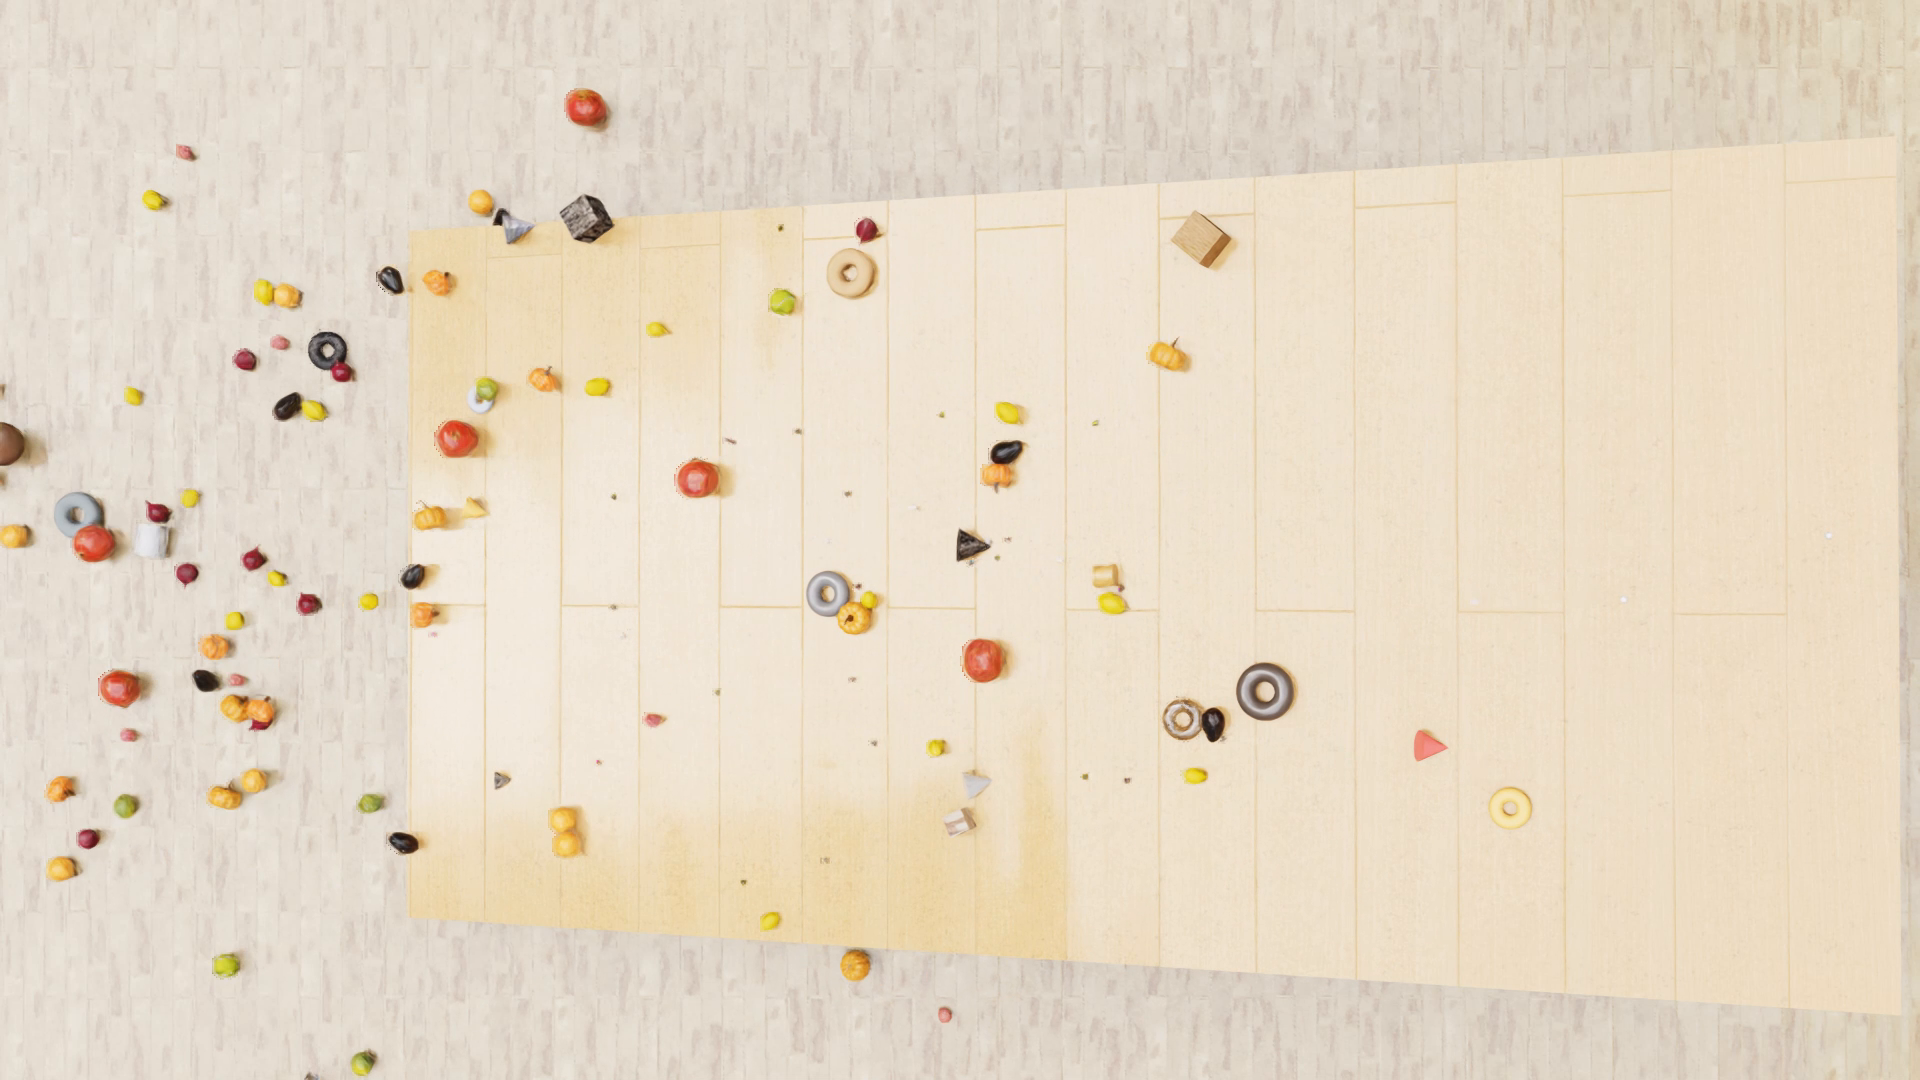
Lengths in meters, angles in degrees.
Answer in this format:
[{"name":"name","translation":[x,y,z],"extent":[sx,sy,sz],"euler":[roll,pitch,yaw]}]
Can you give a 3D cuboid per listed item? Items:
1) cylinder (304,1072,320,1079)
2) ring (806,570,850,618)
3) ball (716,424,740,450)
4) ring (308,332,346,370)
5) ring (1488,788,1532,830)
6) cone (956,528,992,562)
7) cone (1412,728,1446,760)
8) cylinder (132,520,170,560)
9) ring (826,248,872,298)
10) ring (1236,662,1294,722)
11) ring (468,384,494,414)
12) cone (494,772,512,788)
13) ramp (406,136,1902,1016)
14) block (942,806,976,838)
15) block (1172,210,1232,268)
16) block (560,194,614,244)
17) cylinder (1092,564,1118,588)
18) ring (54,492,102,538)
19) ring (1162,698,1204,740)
[{"name":"cylinder","translation":[-1.892,1.619,6.439],"extent":[0.085,0.085,0.085],"euler":[33,89,0]},{"name":"ring","translation":[-0.356,0.145,5.917],"extent":[0.126,0.042,0.126],"euler":[0,90,20]},{"name":"ball","translation":[-0.637,-0.282,6.036],"extent":[0.070,0.070,0.070],"euler":[0,89,0]},{"name":"ring","translation":[-1.868,-0.559,6.493],"extent":[0.116,0.039,0.116],"euler":[0,90,-1]},{"name":"ring","translation":[1.321,0.646,5.285],"extent":[0.101,0.034,0.101],"euler":[0,90,22]},{"name":"cone","translation":[0.040,0.016,5.770],"extent":[0.090,0.090,0.090],"euler":[4,89,-6]},{"name":"cone","translation":[1.153,0.503,5.349],"extent":[0.077,0.077,0.077],"euler":[14,89,-19]},{"name":"cylinder","translation":[-2.374,0.002,6.458],"extent":[0.090,0.090,0.090],"euler":[17,102,0]},{"name":"ring","translation":[-0.296,-0.716,5.904],"extent":[0.134,0.045,0.134],"euler":[0,90,20]},{"name":"ring","translation":[0.761,0.379,5.490],"extent":[0.148,0.049,0.148],"euler":[-1,88,21]},{"name":"ring","translation":[-1.375,-0.406,6.313],"extent":[0.086,0.029,0.086],"euler":[0,90,19]},{"name":"cone","translation":[-1.301,0.684,6.274],"extent":[0.051,0.051,0.051],"euler":[-4,89,-9]},{"name":"ramp","translation":[0.281,0.089,5.754],"extent":[4.000,0.100,2.000],"euler":[0,89,21]},{"name":"block","translation":[-0.002,0.740,5.767],"extent":[0.057,0.057,0.057],"euler":[-28,80,18]},{"name":"block","translation":[0.608,-0.757,5.538],"extent":[0.096,0.096,0.096],"euler":[42,103,16]},{"name":"block","translation":[-1.045,-0.899,6.162],"extent":[0.092,0.092,0.092],"euler":[-33,78,17]},{"name":"cylinder","translation":[0.372,0.093,5.636],"extent":[0.055,0.055,0.055],"euler":[-4,89,20]},{"name":"ring","translation":[-2.601,-0.074,6.482],"extent":[0.139,0.046,0.139],"euler":[0,91,0]},{"name":"ring","translation":[0.565,0.455,5.570],"extent":[0.108,0.036,0.108],"euler":[0,90,20]}]
